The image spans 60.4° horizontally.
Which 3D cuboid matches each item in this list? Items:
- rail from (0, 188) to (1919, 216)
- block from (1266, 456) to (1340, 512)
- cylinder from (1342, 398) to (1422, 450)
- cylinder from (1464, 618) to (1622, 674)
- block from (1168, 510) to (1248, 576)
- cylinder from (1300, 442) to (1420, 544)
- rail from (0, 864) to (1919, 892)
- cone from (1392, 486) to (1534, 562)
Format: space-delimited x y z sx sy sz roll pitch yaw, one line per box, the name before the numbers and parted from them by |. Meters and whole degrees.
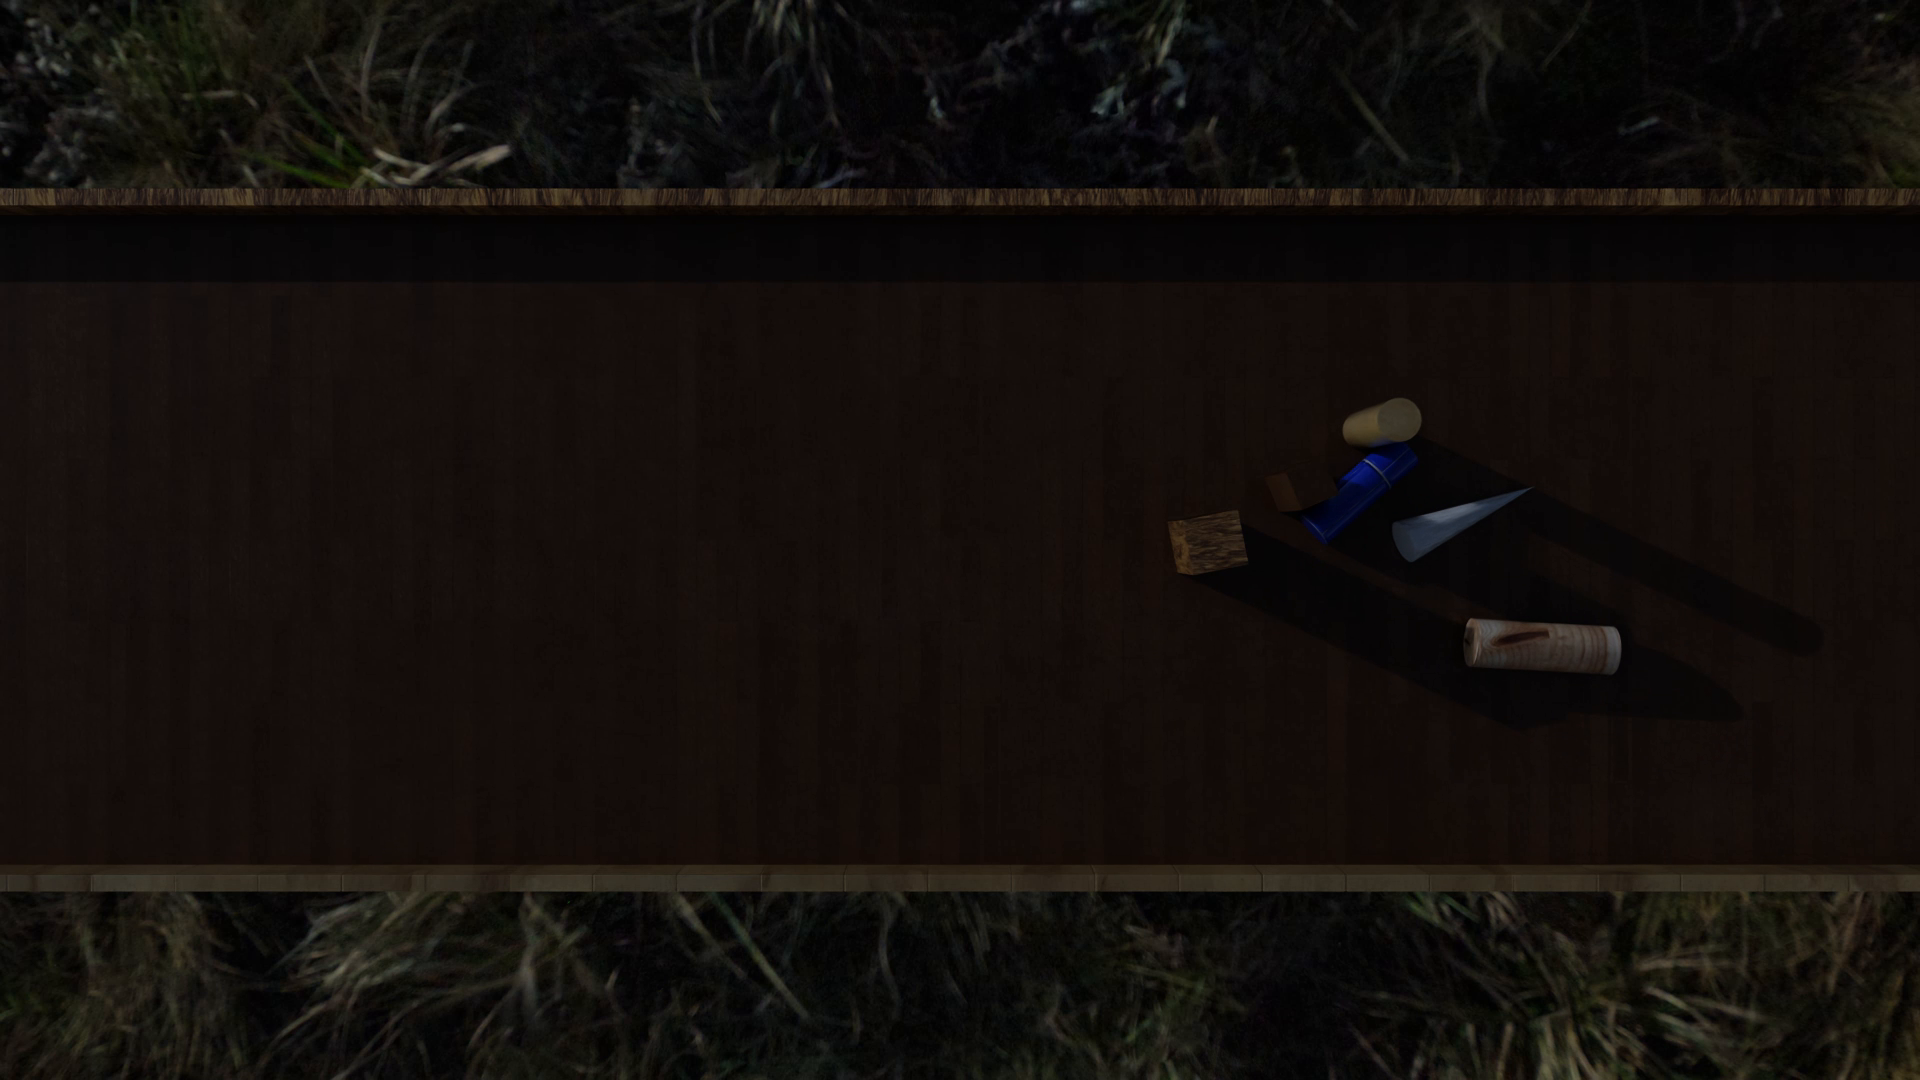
rail | -2.247 -1.025 5.002 12.000 0.150 0.050 0 90 0
block | 1.014 -0.162 4.907 0.117 0.338 0.117 -23 90 0
cylinder | 1.234 -0.337 4.846 0.124 0.459 0.124 0 90 1
cylinder | 1.763 0.323 5.003 0.427 0.148 0.148 3 90 0
block | 0.733 0.007 4.900 0.160 0.354 0.160 -11 90 0
cylinder | 1.213 -0.153 5.016 0.373 0.121 0.121 -41 90 0
rail | -2.247 1.025 5.001 12.000 0.150 0.050 0 90 0
cone | 1.558 -0.080 5.044 0.459 0.133 0.133 -22 90 -8
